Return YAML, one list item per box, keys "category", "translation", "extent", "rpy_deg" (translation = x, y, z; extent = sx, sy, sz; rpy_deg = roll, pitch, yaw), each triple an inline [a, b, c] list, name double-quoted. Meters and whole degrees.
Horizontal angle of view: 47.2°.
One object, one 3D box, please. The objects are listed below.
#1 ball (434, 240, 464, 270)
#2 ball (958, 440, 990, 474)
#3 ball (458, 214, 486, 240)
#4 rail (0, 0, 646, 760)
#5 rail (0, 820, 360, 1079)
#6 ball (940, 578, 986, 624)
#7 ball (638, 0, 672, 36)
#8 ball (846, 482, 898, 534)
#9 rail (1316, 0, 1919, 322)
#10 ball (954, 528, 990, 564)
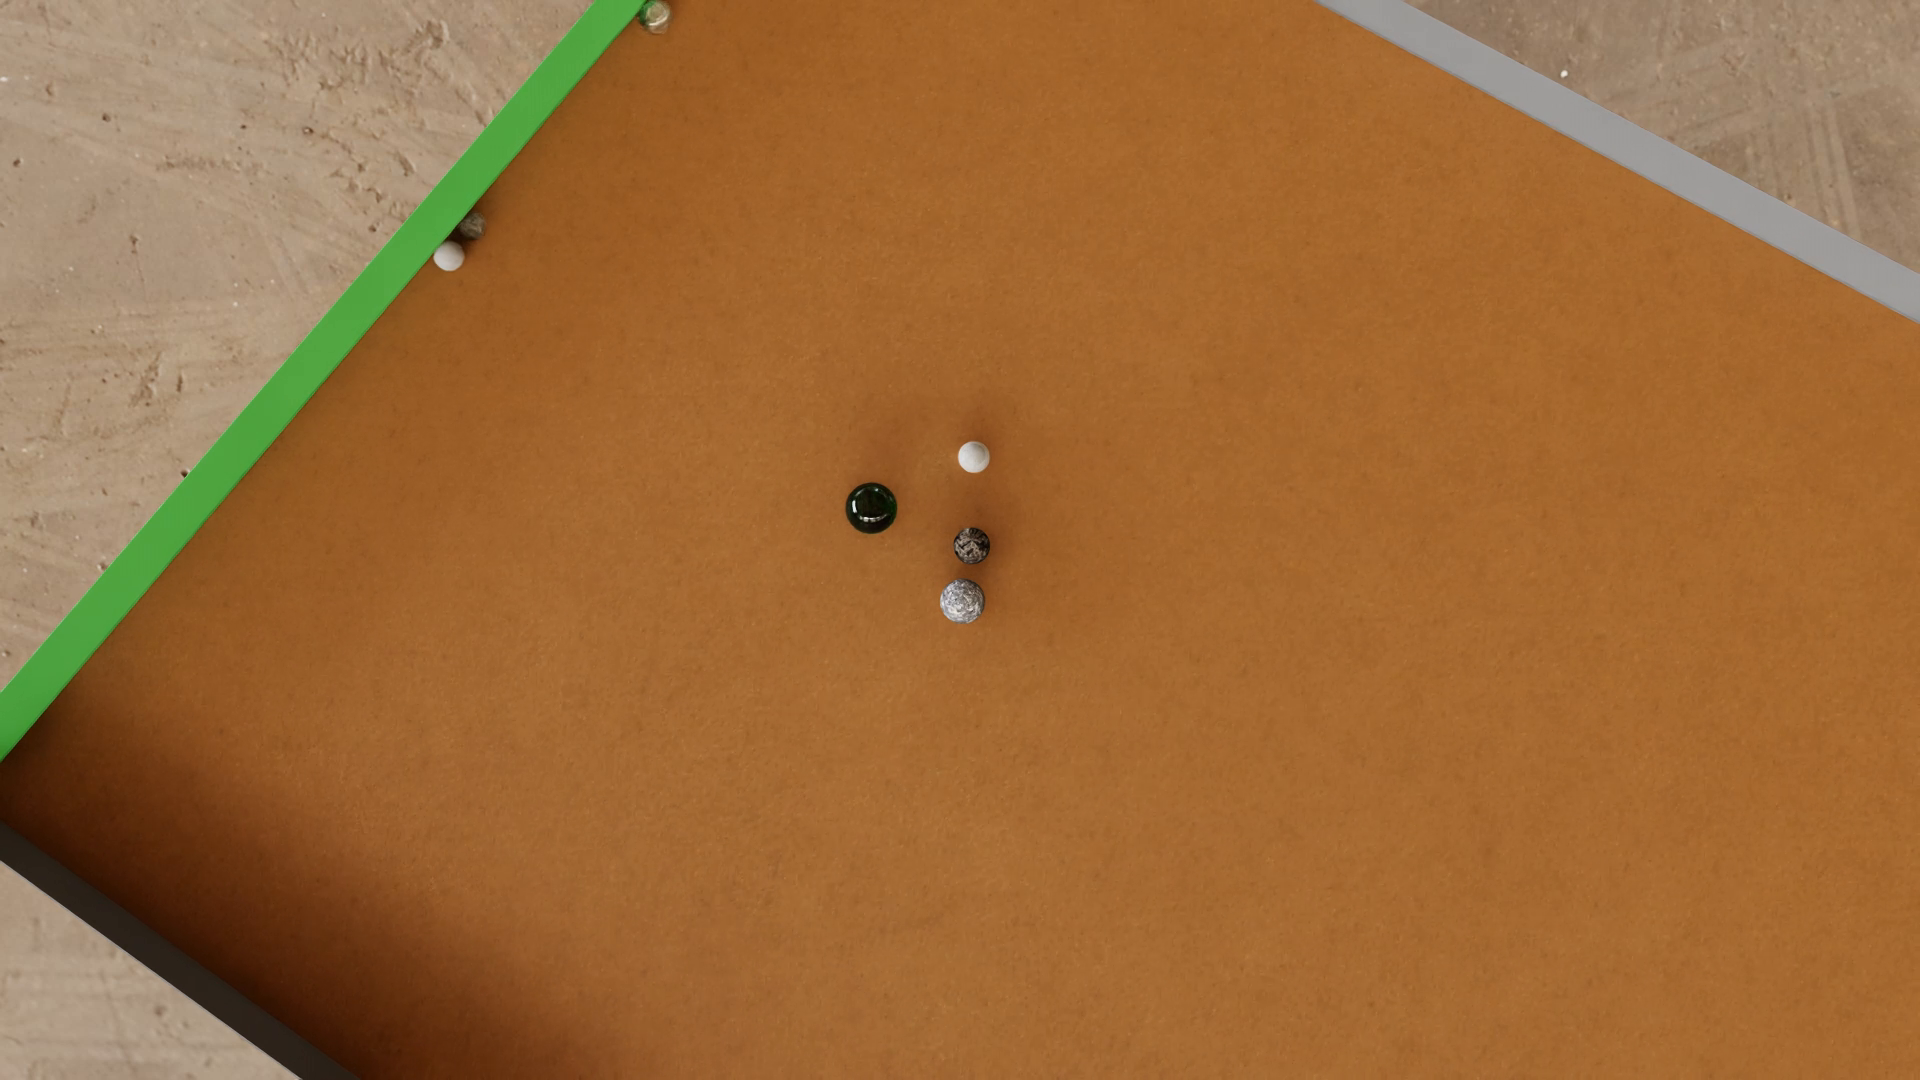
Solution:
- category: "ball"
  translation: [-0.854, -0.476, 3.678]
  extent: [0.051, 0.051, 0.051]
  rpy_deg: [0, 68, 0]
- category: "ball"
  translation: [0.023, -0.134, 3.542]
  extent: [0.052, 0.052, 0.052]
  rpy_deg: [0, 68, 0]
- category: "ball"
  translation: [-0.821, -0.528, 3.702]
  extent: [0.043, 0.043, 0.043]
  rpy_deg: [0, 68, 0]
- category: "rail"
  translation: [-0.859, -0.536, 3.670]
  extent: [0.045, 0.108, 2.443]
  rpy_deg: [32, 72, 12]
- category: "rail"
  translation: [0.219, 1.459, 2.879]
  extent: [4.212, 0.108, 0.045]
  rpy_deg: [32, 72, 12]
- category: "ball"
  translation: [0.004, 0.096, 3.440]
  extent: [0.071, 0.071, 0.071]
  rpy_deg: [0, 68, 0]
- category: "ball"
  translation: [-0.533, -0.913, 3.846]
  extent: [0.059, 0.059, 0.059]
  rpy_deg: [0, 68, 0]
- category: "ball"
  translation: [-0.141, -0.050, 3.492]
  extent: [0.083, 0.083, 0.083]
  rpy_deg: [0, 68, 0]
- category: "rail"
  translation: [1.539, -0.399, 3.616]
  extent: [4.212, 0.108, 0.045]
  rpy_deg: [32, 72, 12]
- category: "ball"
  translation: [0.019, 0.009, 3.481]
  extent: [0.059, 0.059, 0.059]
  rpy_deg: [0, 68, 0]
